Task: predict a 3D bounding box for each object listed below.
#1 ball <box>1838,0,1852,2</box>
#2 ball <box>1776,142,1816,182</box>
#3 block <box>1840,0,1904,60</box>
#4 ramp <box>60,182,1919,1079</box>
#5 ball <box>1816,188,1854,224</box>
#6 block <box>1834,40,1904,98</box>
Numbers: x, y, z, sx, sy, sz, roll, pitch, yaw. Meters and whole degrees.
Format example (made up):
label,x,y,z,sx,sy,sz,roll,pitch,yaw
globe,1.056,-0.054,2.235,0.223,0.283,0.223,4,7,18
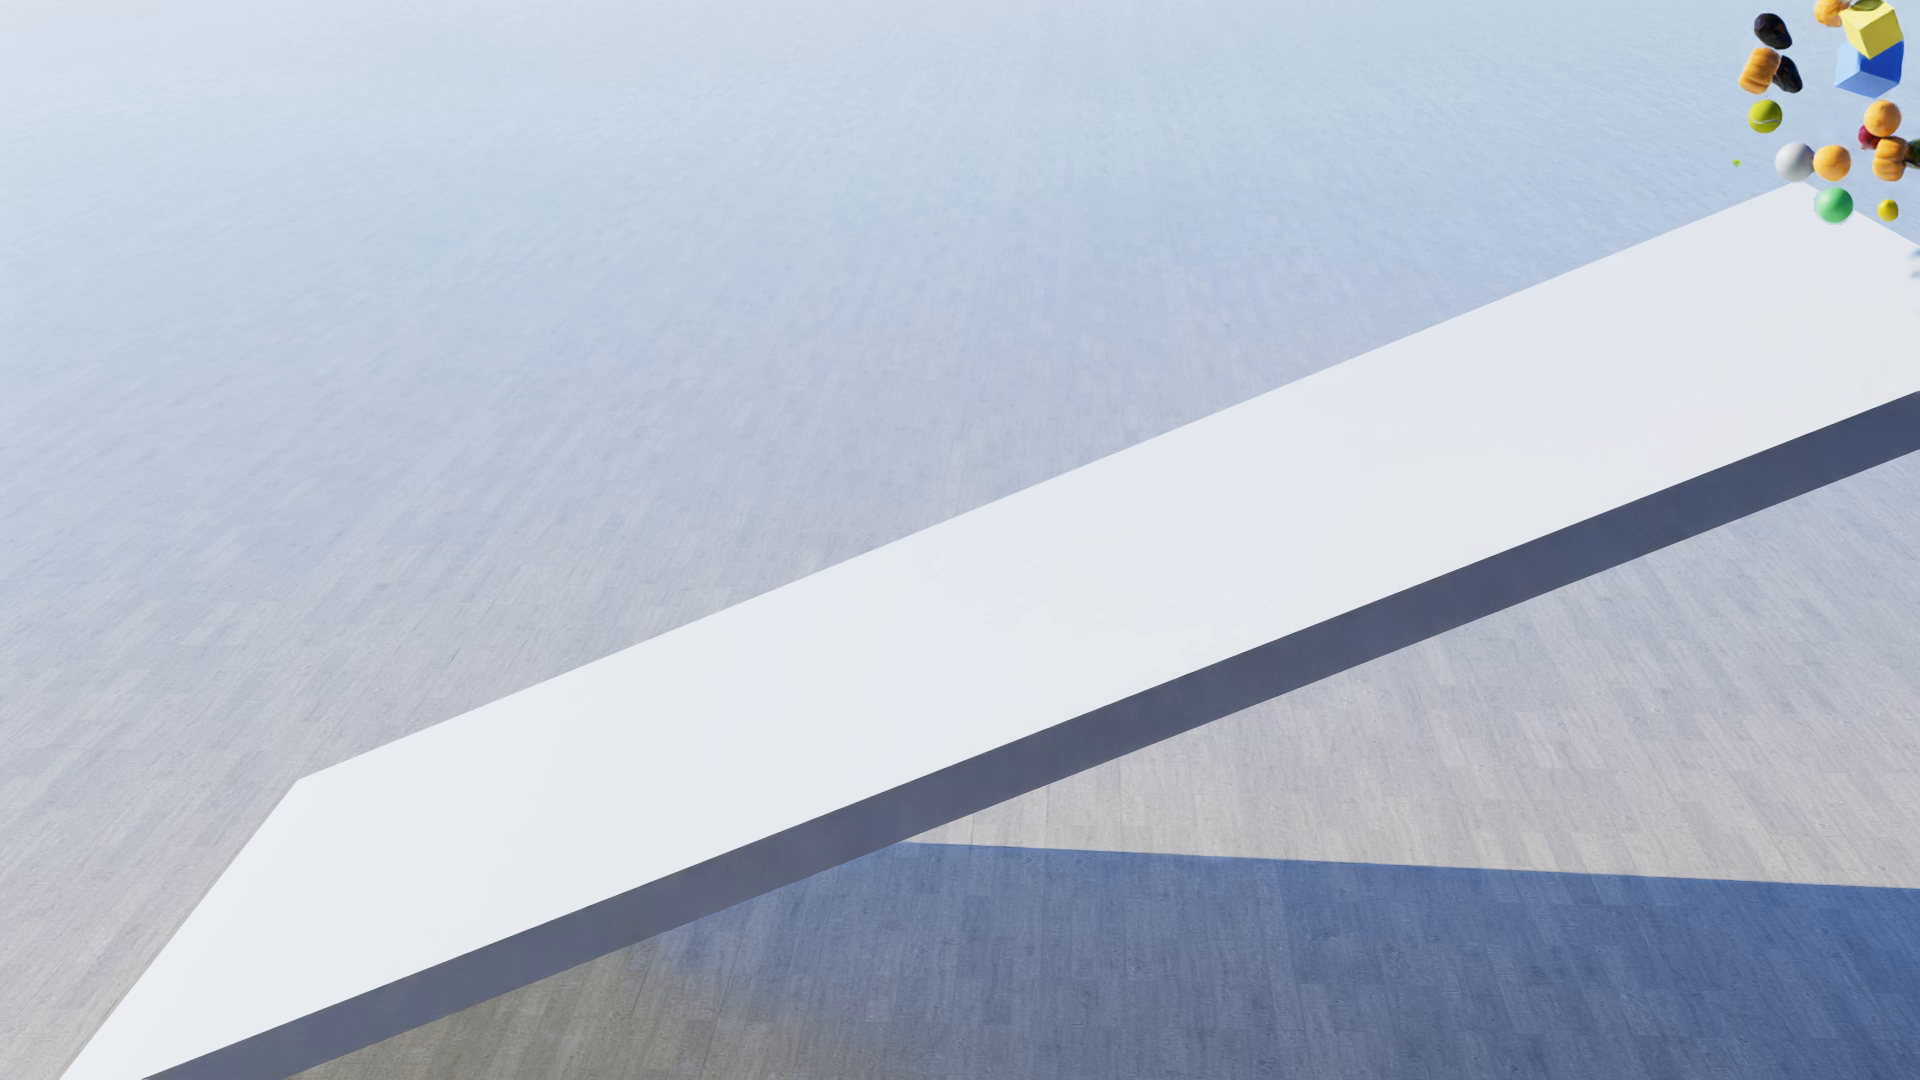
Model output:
label,x,y,z,sx,sy,sz,roll,pitch,yaw
ball,1.729,-1.075,5.741,0.052,0.052,0.052,0,14,0
ball,1.686,-0.763,5.935,0.080,0.080,0.080,0,14,0
block,1.780,-1.004,5.744,0.077,0.077,0.077,-32,37,5
ramp,0.127,0.172,6.287,4.000,0.100,2.000,-22,12,8
ball,1.722,-0.659,5.790,0.070,0.070,0.070,0,14,0
block,1.843,-0.964,5.959,0.092,0.092,0.092,14,-15,-13
